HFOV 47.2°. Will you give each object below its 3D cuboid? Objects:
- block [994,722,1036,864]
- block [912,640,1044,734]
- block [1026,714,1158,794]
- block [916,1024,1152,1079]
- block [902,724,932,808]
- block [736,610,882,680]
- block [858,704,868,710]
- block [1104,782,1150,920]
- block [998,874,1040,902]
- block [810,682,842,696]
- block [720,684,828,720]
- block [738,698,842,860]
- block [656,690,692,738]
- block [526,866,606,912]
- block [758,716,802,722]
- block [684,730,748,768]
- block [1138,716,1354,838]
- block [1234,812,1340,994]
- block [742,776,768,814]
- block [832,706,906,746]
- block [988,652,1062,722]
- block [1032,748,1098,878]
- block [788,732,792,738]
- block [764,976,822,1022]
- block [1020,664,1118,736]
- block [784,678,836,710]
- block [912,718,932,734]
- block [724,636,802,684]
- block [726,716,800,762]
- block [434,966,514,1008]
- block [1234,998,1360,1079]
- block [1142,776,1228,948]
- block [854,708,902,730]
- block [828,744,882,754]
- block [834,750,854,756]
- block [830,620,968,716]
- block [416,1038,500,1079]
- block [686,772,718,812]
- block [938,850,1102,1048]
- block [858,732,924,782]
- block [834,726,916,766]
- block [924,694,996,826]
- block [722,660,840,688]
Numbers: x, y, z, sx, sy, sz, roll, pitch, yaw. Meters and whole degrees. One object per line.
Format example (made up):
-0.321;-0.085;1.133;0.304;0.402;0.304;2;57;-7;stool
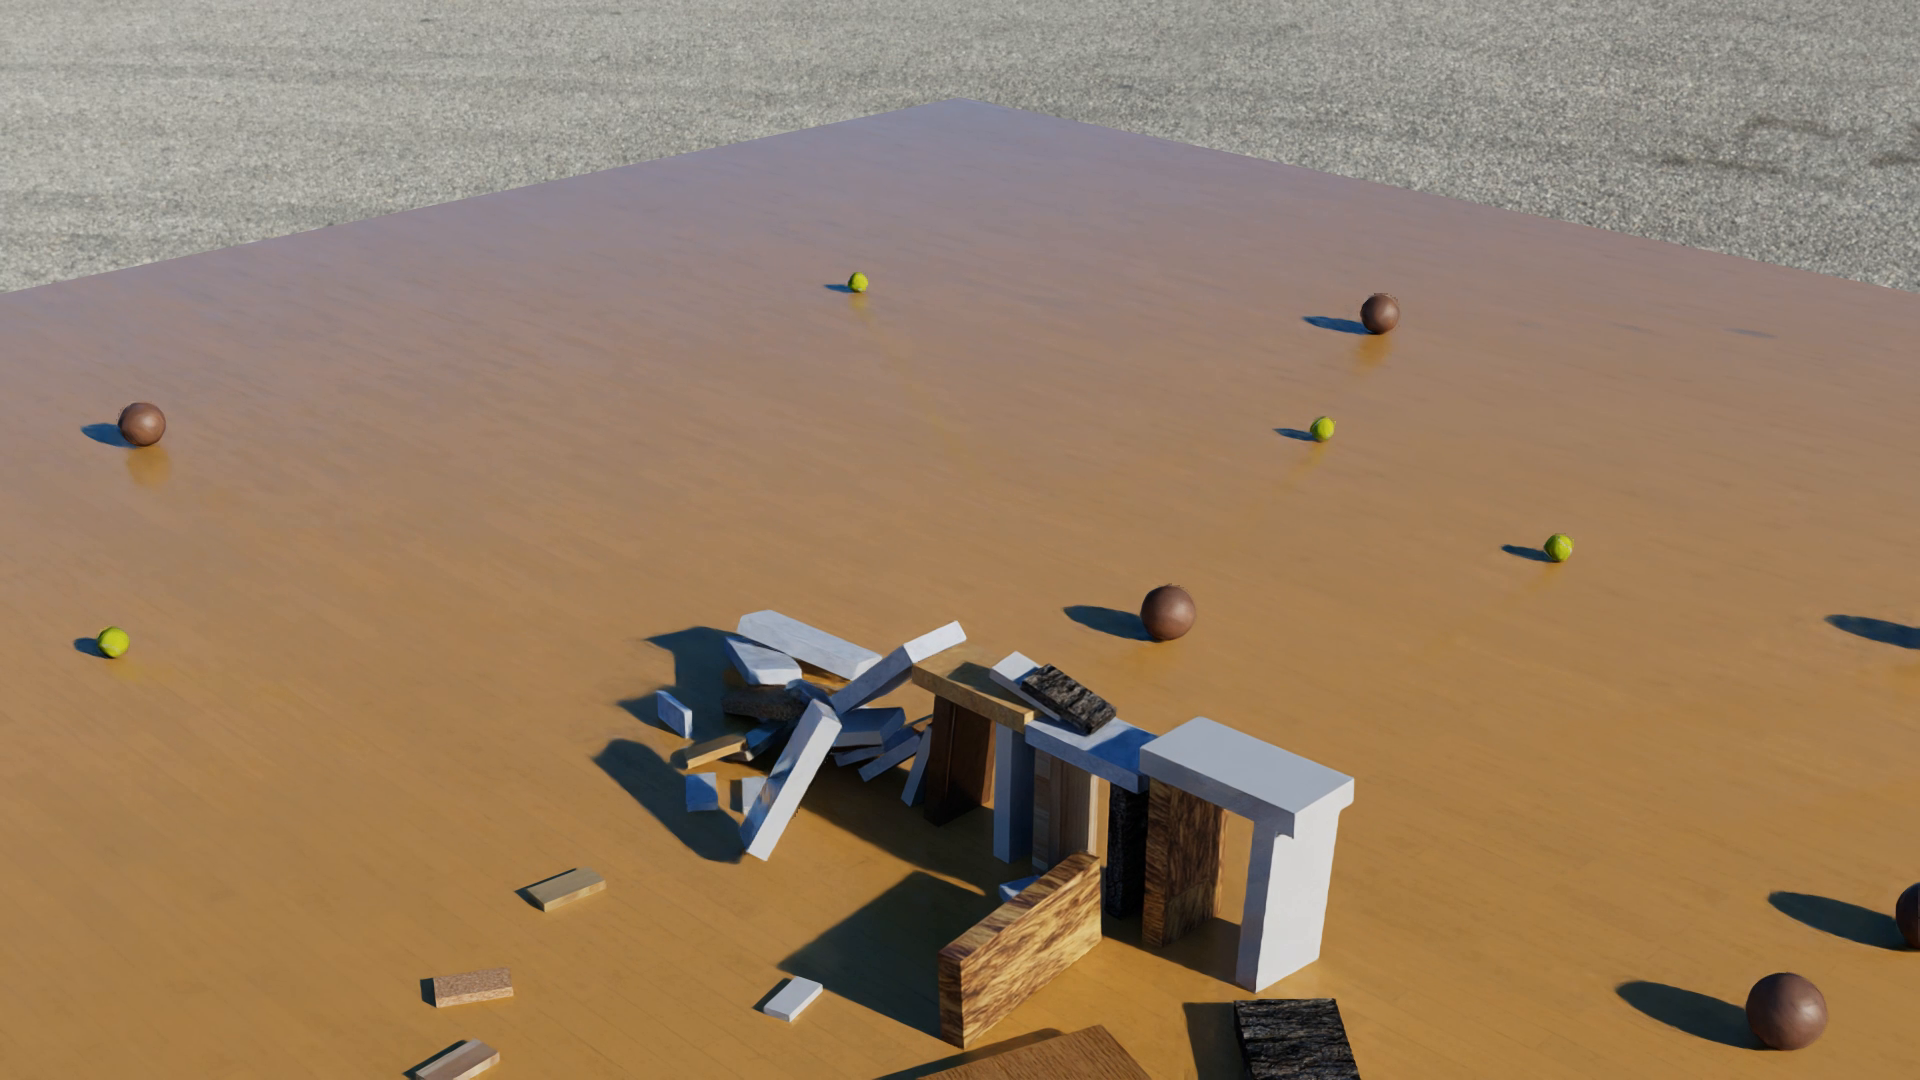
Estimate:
0.134;0.467;4.279;0.042;0.298;0.149;22;32;40;block
0.065;0.284;4.270;0.298;0.042;0.149;21;31;39;block
0.271;0.383;4.090;0.140;0.040;0.280;-21;31;-41;block
0.121;0.899;3.580;0.346;0.049;0.173;-11;25;-24;block
-0.047;0.441;4.455;0.106;0.212;0.030;-22;53;-41;block
-0.342;0.238;5.012;0.301;0.043;0.150;21;10;17;block
-0.201;0.378;4.770;0.121;0.061;0.017;22;73;20;block
0.336;0.555;4.093;0.140;0.280;0.040;-21;32;-41;block
0.147;0.685;4.116;0.083;0.023;0.166;-11;25;-24;block
-0.296;0.351;4.855;0.121;0.061;0.017;9;24;20;block
-0.405;0.351;4.805;0.120;0.034;0.239;-19;13;-38;block
-0.331;0.464;4.279;0.043;0.301;0.150;29;2;-15;block
-0.621;0.379;4.788;0.018;0.063;0.125;-15;27;-32;block
-0.747;0.662;4.176;0.132;0.019;0.066;-18;29;-36;block
-0.363;0.377;4.785;0.078;0.022;0.157;-20;13;-41;block
-0.514;0.441;4.643;0.132;0.019;0.066;-19;18;-5;block
0.499;0.411;3.854;0.340;0.048;0.170;21;30;40;block
0.576;0.617;3.868;0.170;0.340;0.048;-19;33;-37;block
-0.415;0.522;4.508;0.061;0.017;0.121;-2;23;-6;block
-0.227;0.385;4.505;0.211;0.030;0.106;-6;21;29;block
0.147;0.277;4.179;0.166;0.023;0.083;31;37;23;block
0.204;0.504;4.215;0.140;0.280;0.040;-21;32;-41;block
-0.317;0.408;4.687;0.078;0.022;0.157;-20;9;-14;block
-0.292;0.803;3.849;0.053;0.015;0.106;12;26;26;block
0.204;0.299;4.128;0.166;0.023;0.083;33;38;24;block
-0.274;0.360;4.679;0.203;0.023;0.081;34;-19;-14;block
-0.020;0.403;4.780;0.163;0.023;0.081;-20;30;-39;block
-0.446;0.269;4.952;0.120;0.034;0.239;1;15;-19;block
-0.422;0.421;4.683;0.078;0.022;0.157;1;26;47;block
-0.859;0.788;3.879;0.132;0.019;0.066;-6;24;-15;block
0.563;0.879;3.627;0.173;0.049;0.346;-1;23;-2;block
0.413;0.558;4.008;0.170;0.340;0.048;-21;32;-40;block
-0.193;0.393;4.725;0.163;0.081;0.023;16;69;39;block
-0.236;0.406;4.538;0.176;0.025;0.088;-10;19;17;block
-0.256;0.422;4.641;0.088;0.025;0.176;-24;10;-30;block
-0.128;0.262;4.466;0.150;0.043;0.301;-22;-10;-40;block
-0.838;0.879;3.667;0.063;0.018;0.125;18;29;36;block
-0.531;0.517;4.519;0.063;0.018;0.125;-3;23;-8;block
0.110;0.713;3.857;0.049;0.173;0.414;14;26;35;block
-0.108;0.433;4.532;0.106;0.030;0.211;-23;-9;-46;block
-0.178;0.432;4.593;0.088;0.025;0.176;-24;1;-40;block
0.006;0.416;4.396;0.042;0.298;0.149;28;35;36;block
-0.405;0.309;4.989;0.239;0.034;0.120;12;26;26;block
